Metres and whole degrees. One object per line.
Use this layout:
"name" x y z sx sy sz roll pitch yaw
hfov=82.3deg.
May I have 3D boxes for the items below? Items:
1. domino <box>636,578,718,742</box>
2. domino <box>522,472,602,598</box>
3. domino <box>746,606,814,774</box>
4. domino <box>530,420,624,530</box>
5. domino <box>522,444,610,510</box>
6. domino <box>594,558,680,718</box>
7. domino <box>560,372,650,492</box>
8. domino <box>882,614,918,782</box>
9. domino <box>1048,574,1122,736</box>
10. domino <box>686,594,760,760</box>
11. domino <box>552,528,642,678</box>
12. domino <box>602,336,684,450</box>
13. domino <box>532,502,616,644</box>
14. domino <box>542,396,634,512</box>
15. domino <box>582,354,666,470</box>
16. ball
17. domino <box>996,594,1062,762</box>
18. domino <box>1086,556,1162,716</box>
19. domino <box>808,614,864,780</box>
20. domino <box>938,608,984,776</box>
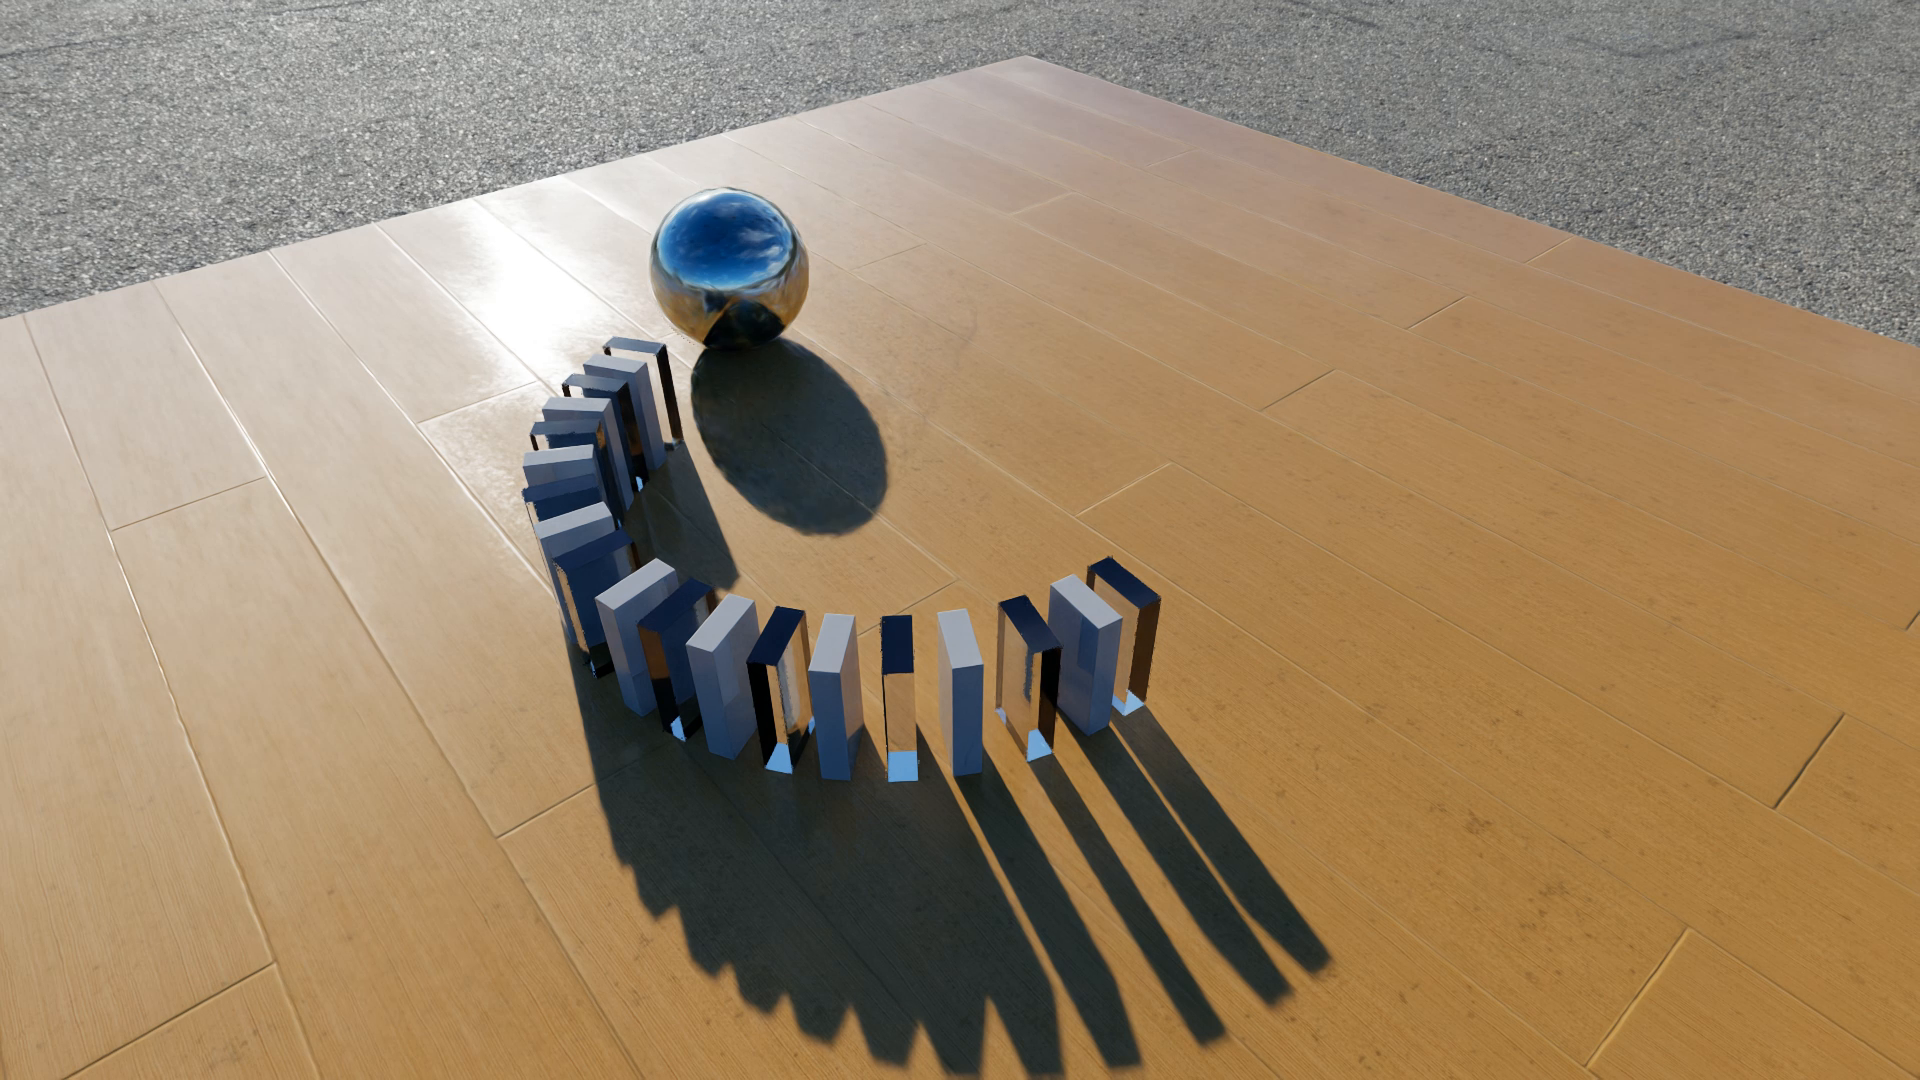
"domino" -0.090 0.040 0.363 0.010 0.050 0.025 20 44 23
"domino" -0.144 0.001 0.411 0.025 0.050 0.009 -15 42 -17
"domino" -0.056 0.048 0.352 0.009 0.050 0.025 9 40 11
"domino" -0.153 -0.024 0.441 0.025 0.050 0.010 -3 39 -3
"domino" -0.150 -0.012 0.427 0.025 0.050 0.010 -8 40 -10
"domino" -0.105 0.033 0.371 0.009 0.050 0.025 27 46 29
"domino" -0.150 -0.045 0.467 0.025 0.050 0.009 9 40 11
"domino" -0.019 0.051 0.350 0.009 0.050 0.025 -2 39 -2
"domino" 0.040 0.039 0.364 0.009 0.050 0.025 -23 44 -25
"domino" -0.074 0.045 0.357 0.009 0.050 0.025 14 41 17
"domino" -0.122 0.023 0.384 0.025 0.050 0.009 -28 47 -30
"domino" -0.141 -0.065 0.491 0.025 0.050 0.009 10 40 12
"domino" -0.134 0.012 0.396 0.025 0.050 0.009 -21 44 -24
"domino" -0.153 -0.035 0.454 0.025 0.050 0.009 3 39 3
"domino" -0.145 -0.055 0.479 0.025 0.050 0.010 11 41 14
"ball" -0.116 -0.136 0.553 0.080 0.080 0.080 0 39 0
"domino" 0.022 0.045 0.356 0.009 0.050 0.025 -15 42 -18
"domino" 0.053 0.033 0.371 0.009 0.050 0.025 -24 45 -27
"domino" -0.039 0.050 0.350 0.009 0.050 0.025 4 39 5
"domino" 0.000 0.049 0.351 0.009 0.050 0.025 -7 40 -9
